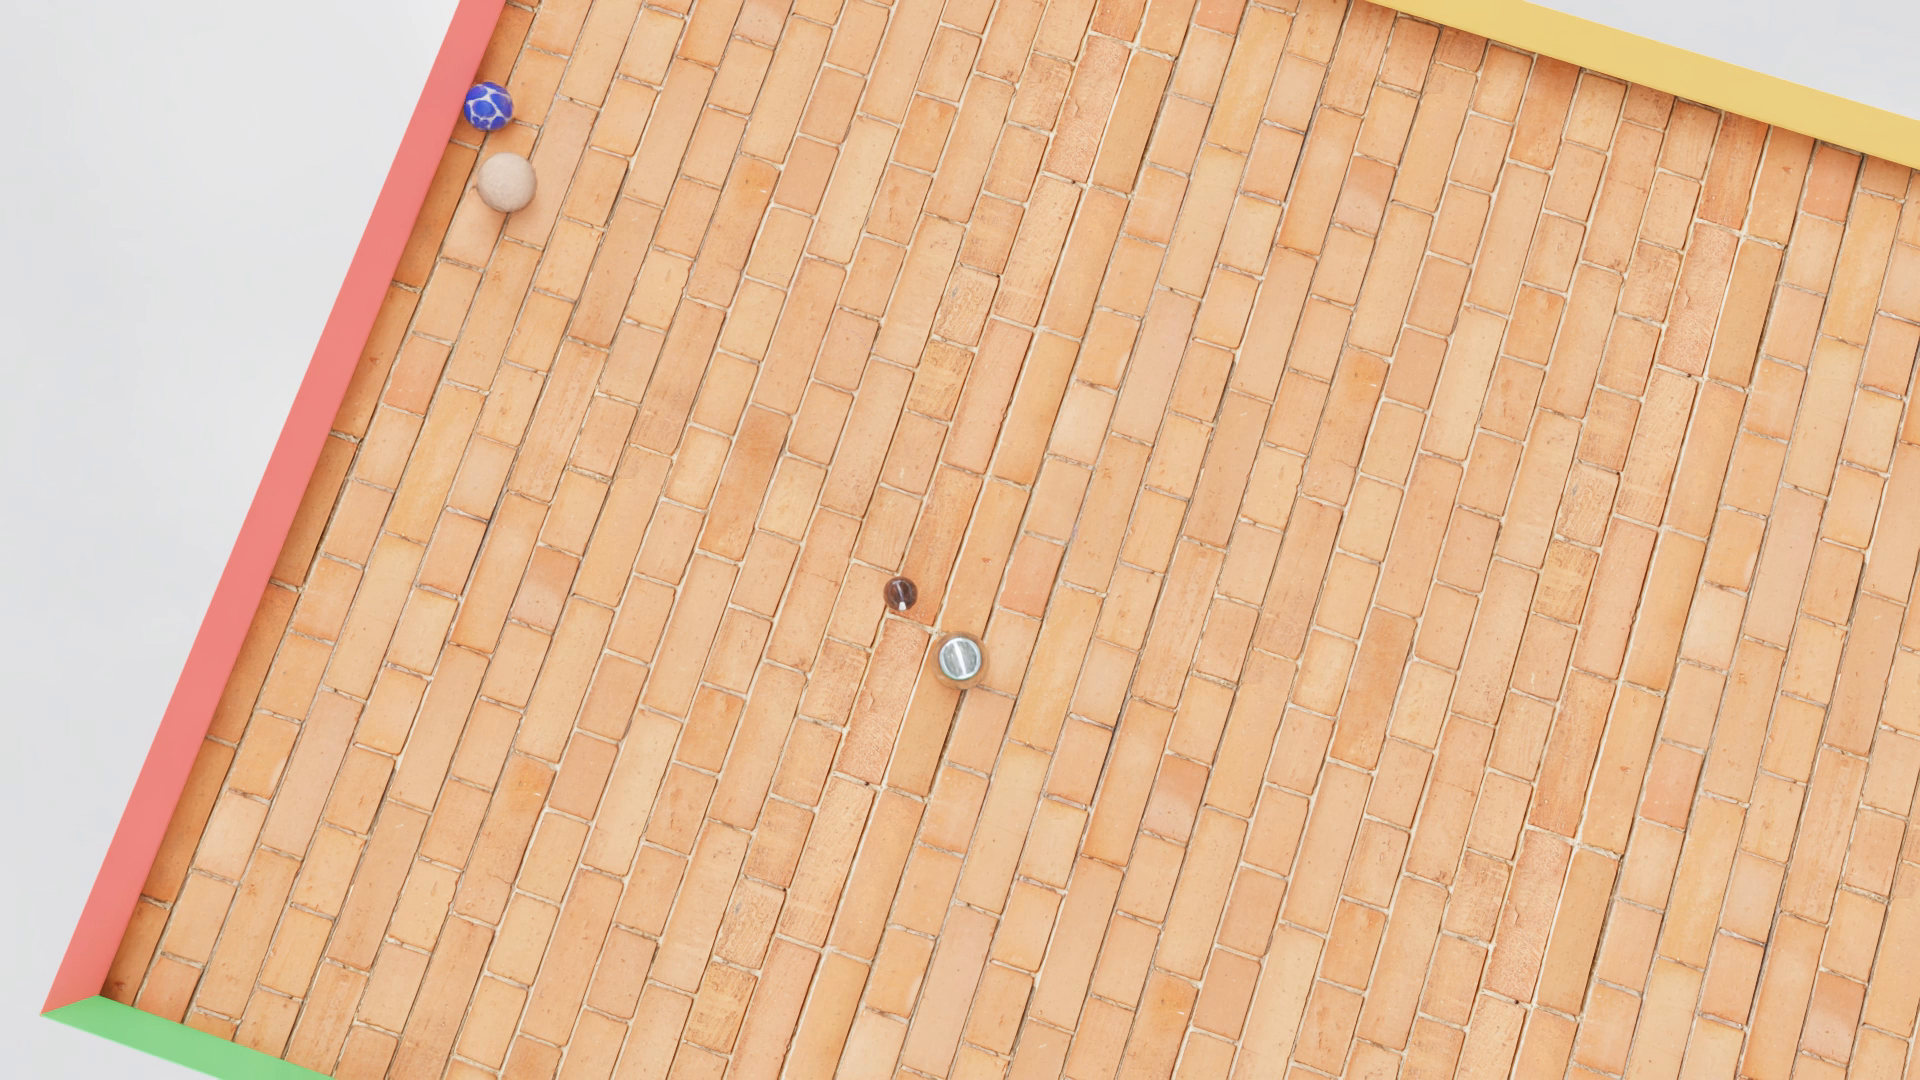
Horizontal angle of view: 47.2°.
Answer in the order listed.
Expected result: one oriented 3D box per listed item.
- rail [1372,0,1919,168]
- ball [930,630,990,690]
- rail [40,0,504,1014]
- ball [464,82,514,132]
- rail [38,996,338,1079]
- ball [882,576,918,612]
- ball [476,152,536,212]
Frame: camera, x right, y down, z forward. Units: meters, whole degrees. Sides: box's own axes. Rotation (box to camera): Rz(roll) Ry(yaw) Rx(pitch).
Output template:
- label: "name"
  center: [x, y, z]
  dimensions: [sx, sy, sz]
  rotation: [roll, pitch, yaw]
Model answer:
- label: "rail"
  center: [1.282, -0.666, 3.428]
  dimensions: [4.006, 0.119, 0.045]
  rotation: [18, 78, 4]
- label: "ball"
  center: [0.000, 0.178, 3.261]
  dimensions: [0.088, 0.088, 0.088]
  rotation: [0, 78, 0]
- label: "rail"
  center: [-0.927, -0.308, 3.350]
  dimensions: [0.045, 0.119, 2.145]
  rotation: [18, 78, 4]
- label: "ball"
  center: [-0.740, -0.681, 3.455]
  dimensions: [0.076, 0.076, 0.076]
  rotation: [0, 78, 0]
- label: "rail"
  center: [0.617, 1.278, 3.005]
  dimensions: [4.006, 0.119, 0.045]
  rotation: [18, 78, 4]
- label: "ball"
  center: [-0.089, 0.081, 3.300]
  dimensions: [0.054, 0.054, 0.054]
  rotation: [0, 78, 0]
- label: "ball"
  center: [-0.706, -0.556, 3.419]
  dimensions: [0.092, 0.092, 0.092]
  rotation: [0, 78, 0]
